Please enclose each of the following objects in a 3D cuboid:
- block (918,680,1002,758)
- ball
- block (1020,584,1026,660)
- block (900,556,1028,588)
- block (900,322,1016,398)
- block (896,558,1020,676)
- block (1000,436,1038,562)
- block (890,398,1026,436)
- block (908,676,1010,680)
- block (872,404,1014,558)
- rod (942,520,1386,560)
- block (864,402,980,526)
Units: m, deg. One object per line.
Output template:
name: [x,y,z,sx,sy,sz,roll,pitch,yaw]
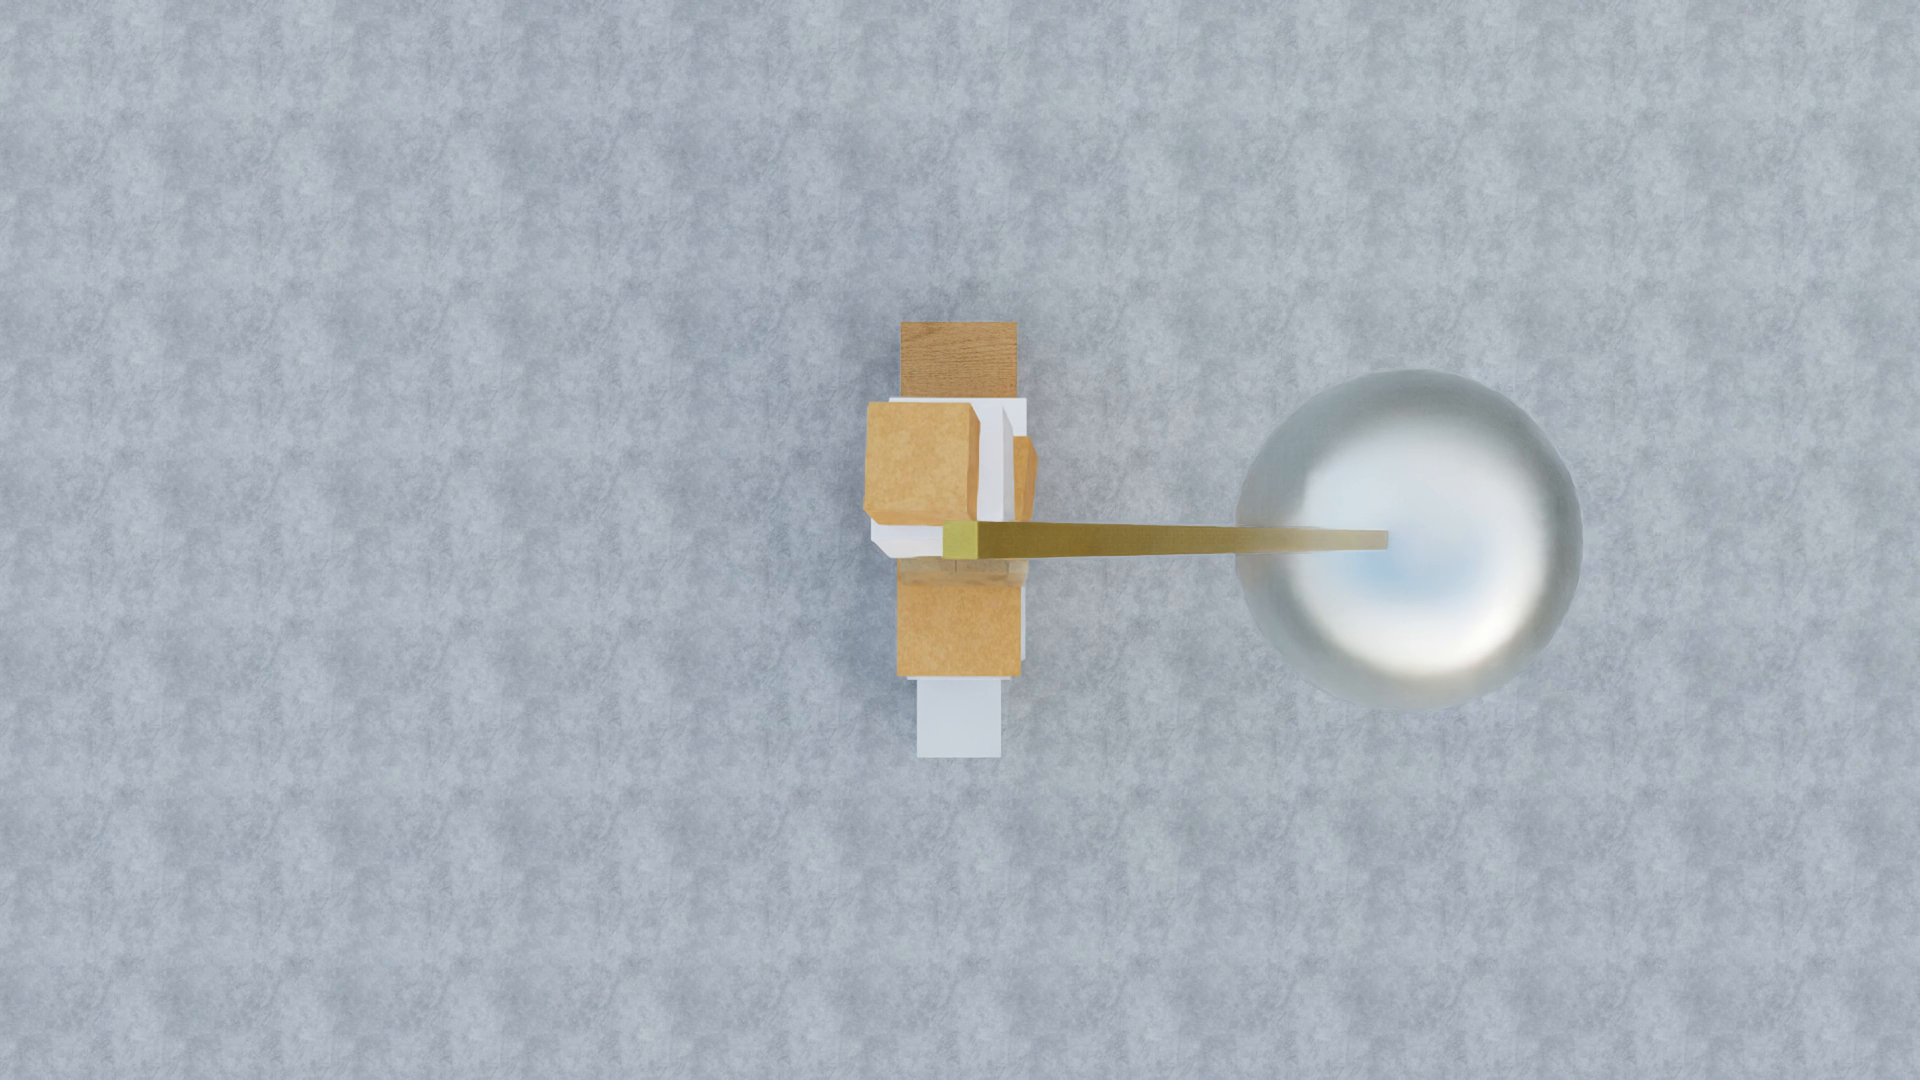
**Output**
block: [-0.005,0.954,12.722,0.475,0.557,0.551,0,90,0]
ball: [2.074,0.000,10.230,1.600,1.600,1.600,0,90,0]
block: [0.015,0.364,12.662,0.701,0.677,0.609,0,90,0]
block: [0.023,-0.094,10.792,0.612,0.595,0.576,1,82,0]
block: [-0.007,-0.922,12.701,0.656,0.598,0.615,0,90,0]
block: [-0.005,0.330,11.411,0.623,0.679,0.737,0,88,0]
block: [0.082,-0.205,10.221,0.477,0.517,0.501,5,82,7]
block: [-0.011,-0.383,11.469,0.693,0.687,0.669,0,90,0]
block: [-0.006,0.513,12.038,0.550,0.570,0.465,0,90,0]
block: [-0.068,-0.251,9.702,0.570,0.549,0.574,-2,81,6]
rod: [0.899,0.000,7.039,0.080,5.200,0.080,0,90,20]
block: [-0.154,-0.314,9.231,0.424,0.414,0.453,1,82,7]
